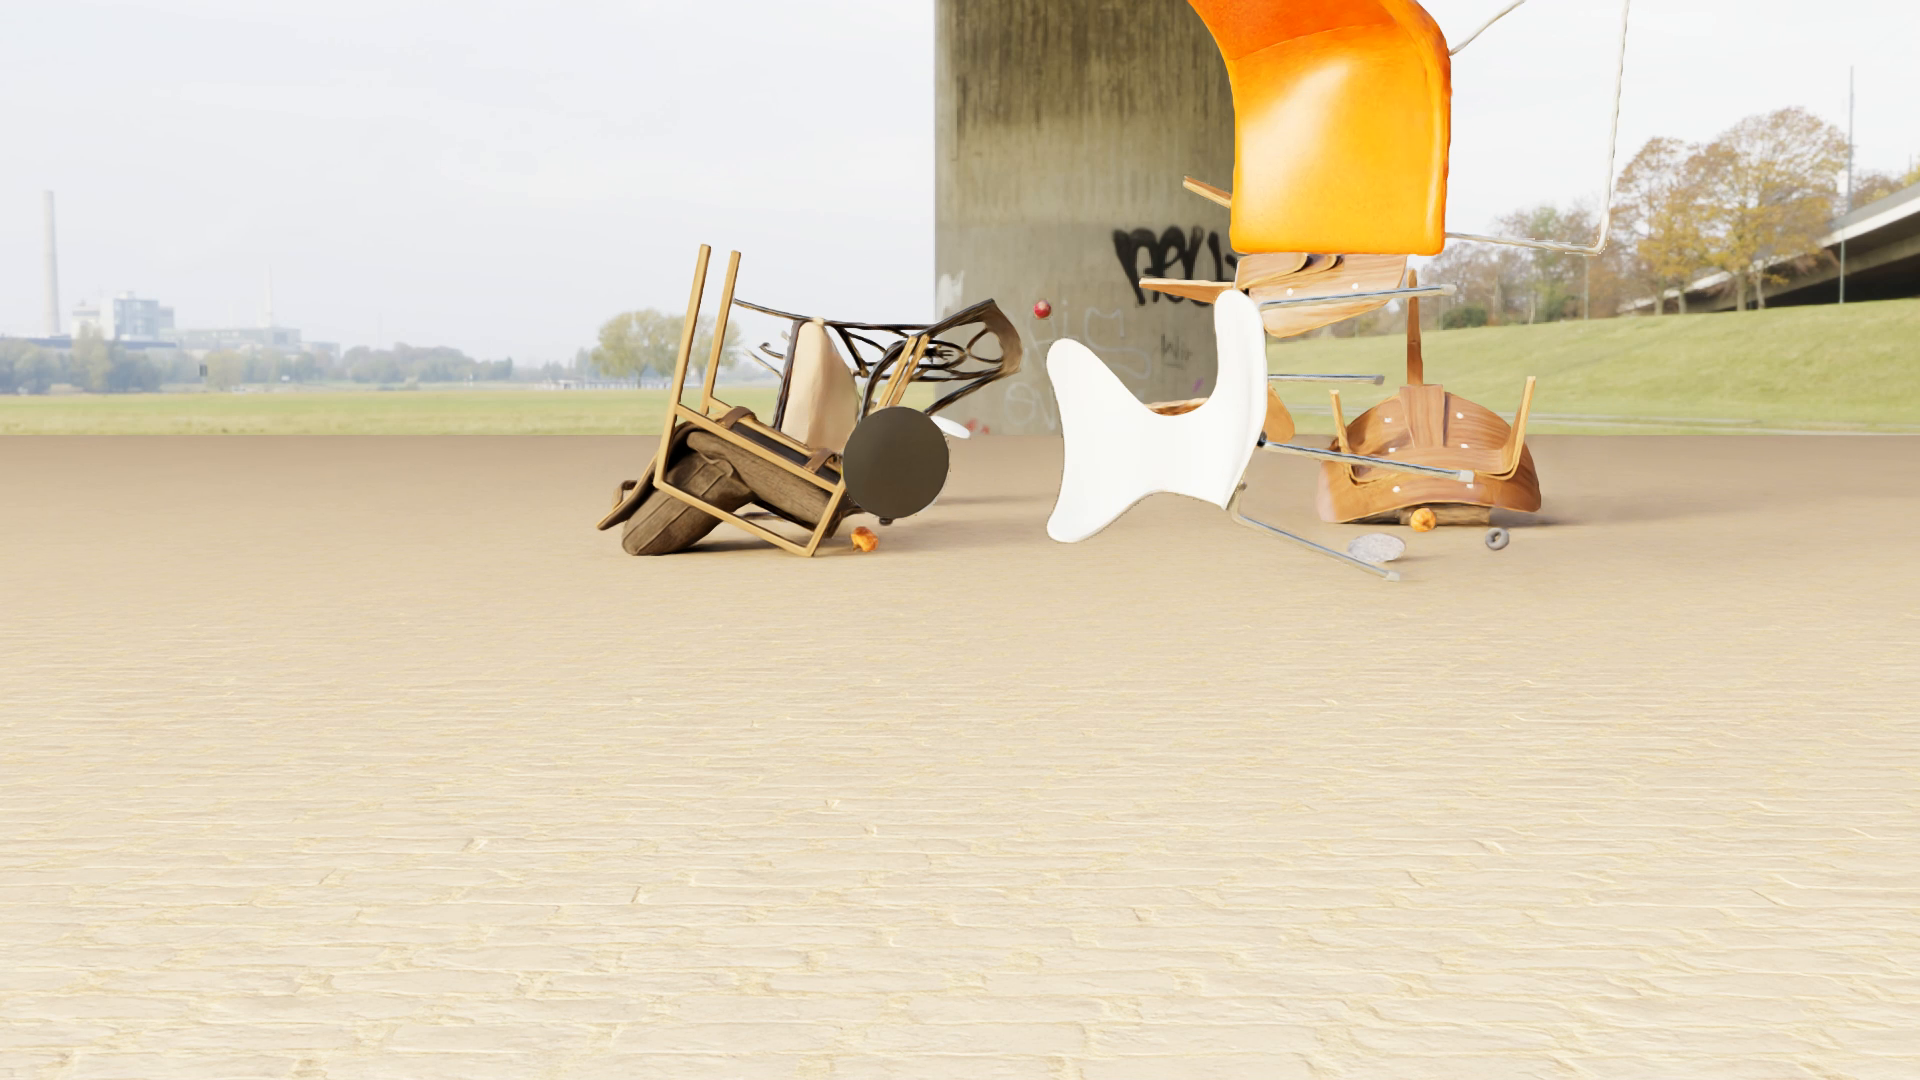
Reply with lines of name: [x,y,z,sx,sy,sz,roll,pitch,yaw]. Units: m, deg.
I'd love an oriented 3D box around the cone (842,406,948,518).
cone: [-0.206,-0.210,5.433,0.273,0.271,0.297,-43,21,-9]

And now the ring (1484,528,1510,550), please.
ring: [1.497,-0.002,6.126,0.072,0.066,0.033,-2,-18,43]

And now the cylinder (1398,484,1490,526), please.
cylinder: [1.592,-0.116,7.240,0.279,0.129,0.145,0,44,2]

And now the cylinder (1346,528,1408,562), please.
cylinder: [1.089,0.019,5.742,0.146,0.073,0.080,-6,16,25]
